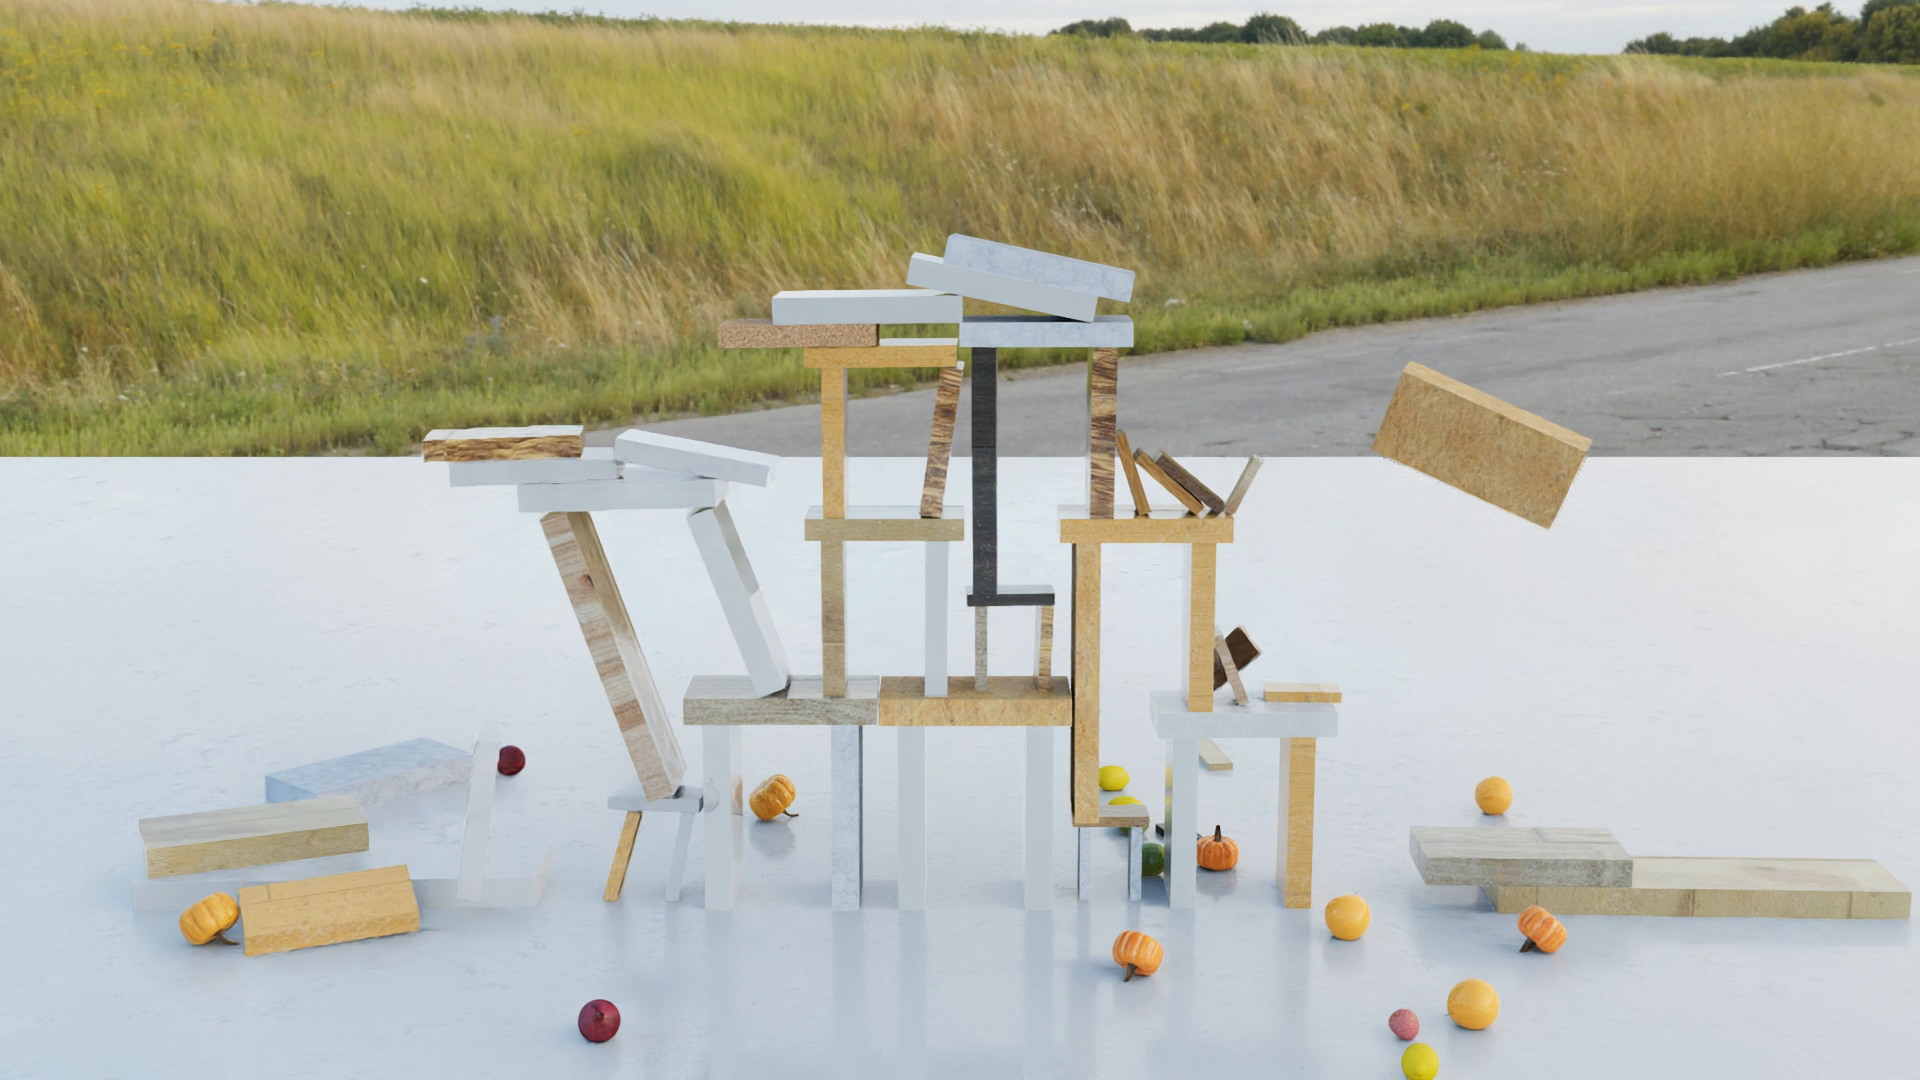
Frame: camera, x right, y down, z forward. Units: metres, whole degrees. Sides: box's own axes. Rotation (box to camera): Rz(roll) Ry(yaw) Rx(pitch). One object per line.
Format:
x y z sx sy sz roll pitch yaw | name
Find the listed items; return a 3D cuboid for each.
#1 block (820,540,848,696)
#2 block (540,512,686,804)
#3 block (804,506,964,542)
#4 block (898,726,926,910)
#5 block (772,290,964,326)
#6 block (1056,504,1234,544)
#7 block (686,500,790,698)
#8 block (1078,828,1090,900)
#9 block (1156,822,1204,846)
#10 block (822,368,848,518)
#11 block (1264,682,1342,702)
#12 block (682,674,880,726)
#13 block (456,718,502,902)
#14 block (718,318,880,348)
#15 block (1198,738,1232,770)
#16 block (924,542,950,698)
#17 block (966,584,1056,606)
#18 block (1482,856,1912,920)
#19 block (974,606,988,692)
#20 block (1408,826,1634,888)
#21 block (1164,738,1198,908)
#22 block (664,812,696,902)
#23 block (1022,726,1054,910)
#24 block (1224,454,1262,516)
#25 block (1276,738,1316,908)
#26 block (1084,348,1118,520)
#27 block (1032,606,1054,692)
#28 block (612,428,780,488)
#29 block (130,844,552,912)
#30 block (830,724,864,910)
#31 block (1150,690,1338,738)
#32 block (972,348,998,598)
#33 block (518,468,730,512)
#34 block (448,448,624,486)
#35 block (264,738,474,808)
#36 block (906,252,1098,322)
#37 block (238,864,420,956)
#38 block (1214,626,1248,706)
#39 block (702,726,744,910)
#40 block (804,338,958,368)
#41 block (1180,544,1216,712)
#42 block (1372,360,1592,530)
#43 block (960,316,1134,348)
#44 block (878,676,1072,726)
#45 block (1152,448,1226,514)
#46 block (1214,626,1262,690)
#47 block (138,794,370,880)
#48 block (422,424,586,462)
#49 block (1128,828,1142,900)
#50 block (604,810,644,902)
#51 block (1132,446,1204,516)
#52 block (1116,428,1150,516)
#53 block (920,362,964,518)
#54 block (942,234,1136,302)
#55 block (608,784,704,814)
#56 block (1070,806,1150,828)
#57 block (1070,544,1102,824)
-0.204 0.114 3.586 0.036 0.254 0.127 0 11 -1 | block
-0.565 0.177 3.605 0.044 0.493 0.157 -19 9 4 | block
-0.120 -0.028 3.557 0.254 0.036 0.127 0 11 0 | block
-0.078 0.438 3.638 0.044 0.311 0.155 0 11 0 | block
-0.143 -0.372 3.504 0.297 0.042 0.148 -1 11 1 | block
0.297 -0.027 3.558 0.276 0.039 0.138 0 11 0 | block
-0.359 0.087 3.581 0.044 0.314 0.157 -20 10 3 | block
0.206 0.528 3.657 0.018 0.126 0.063 0 11 0 | block
0.395 0.529 3.958 0.049 0.014 0.098 -4 11 -19 | block
-0.200 -0.164 3.537 0.034 0.239 0.120 0 11 1 | block
0.565 0.252 3.630 0.123 0.017 0.062 1 11 4 | block
-0.290 0.262 3.609 0.311 0.044 0.156 0 11 0 | block
-0.773 0.431 3.530 0.037 0.262 0.131 7 10 -13 | block
-0.254 -0.331 3.500 0.247 0.035 0.123 -1 11 1 | block
0.500 0.427 4.509 0.049 0.014 0.273 -2 11 -8 | block
-0.036 0.116 3.581 0.036 0.255 0.127 1 11 2 | block
0.081 0.090 3.582 0.142 0.020 0.071 -1 11 -2 | block
1.206 0.572 3.638 0.658 0.047 0.166 0 11 2 | block
0.035 0.170 3.599 0.020 0.142 0.071 0 11 0 | block
0.925 0.523 3.642 0.331 0.047 0.166 0 11 2 | block
0.365 0.448 3.642 0.041 0.290 0.145 0 11 1 | block
-0.463 0.514 3.651 0.022 0.155 0.077 11 10 -5 | block
0.129 0.438 3.638 0.044 0.311 0.155 0 11 0 | block
0.456 -0.089 3.543 0.014 0.098 0.049 27 9 -3 | block
0.556 0.447 3.643 0.041 0.290 0.145 0 11 2 | block
0.226 -0.179 3.527 0.039 0.272 0.136 0 11 0 | block
0.136 0.170 3.598 0.020 0.142 0.071 1 10 -5 | block
-0.422 -0.132 3.529 0.247 0.035 0.123 10 10 1 | block
-1.025 0.563 3.678 0.653 0.050 0.177 0 11 -2 | block
-0.186 0.437 3.640 0.044 0.311 0.156 0 11 0 | block
0.463 0.285 3.611 0.290 0.041 0.145 0 11 -1 | block
0.041 -0.117 3.544 0.039 0.401 0.136 0 11 2 | block
-0.541 -0.083 3.555 0.314 0.044 0.157 -2 10 2 | block
-0.679 -0.118 3.543 0.262 0.037 0.131 -2 11 -2 | block
-1.136 0.457 4.248 0.177 0.050 0.354 9 14 41 | block
0.067 -0.403 3.495 0.297 0.042 0.149 12 11 -1 | block
-0.999 0.584 3.479 0.262 0.037 0.131 -6 28 -20 | block
0.440 0.206 3.595 0.017 0.123 0.062 -22 10 4 | block
-0.391 0.437 3.640 0.044 0.311 0.156 1 11 1 | block
-0.124 -0.298 3.507 0.239 0.034 0.120 0 11 1 | block
0.388 0.128 3.586 0.039 0.276 0.138 0 11 0 | block
0.889 -0.163 3.760 0.331 0.166 0.047 26 37 14 | block
0.136 -0.333 3.504 0.272 0.039 0.136 0 11 1 | block
0.024 0.263 3.606 0.311 0.044 0.155 0 11 0 | block
0.369 -0.094 3.543 0.133 0.019 0.067 39 9 -6 | block
0.476 0.216 3.932 0.123 0.062 0.017 -43 -20 22 | block
-1.200 0.501 3.736 0.354 0.050 0.177 -5 11 -24 | block
-0.735 -0.157 3.557 0.247 0.035 0.123 -2 11 -6 | block
0.291 0.528 3.657 0.018 0.126 0.063 0 11 0 | block
-0.557 0.514 3.653 0.022 0.155 0.077 16 10 -4 | block
0.334 -0.095 3.537 0.133 0.019 0.067 41 8 -7 | block
0.275 -0.110 3.535 0.019 0.133 0.067 -18 10 3 | block
-0.029 -0.165 3.535 0.034 0.239 0.120 9 11 0 | block
0.128 -0.433 3.493 0.297 0.042 0.148 12 11 2 | block
-0.496 0.427 3.636 0.155 0.022 0.077 1 10 10 | block
0.248 0.457 3.643 0.126 0.018 0.063 0 11 0 | block
0.205 0.220 3.604 0.039 0.463 0.138 0 11 0 | block
